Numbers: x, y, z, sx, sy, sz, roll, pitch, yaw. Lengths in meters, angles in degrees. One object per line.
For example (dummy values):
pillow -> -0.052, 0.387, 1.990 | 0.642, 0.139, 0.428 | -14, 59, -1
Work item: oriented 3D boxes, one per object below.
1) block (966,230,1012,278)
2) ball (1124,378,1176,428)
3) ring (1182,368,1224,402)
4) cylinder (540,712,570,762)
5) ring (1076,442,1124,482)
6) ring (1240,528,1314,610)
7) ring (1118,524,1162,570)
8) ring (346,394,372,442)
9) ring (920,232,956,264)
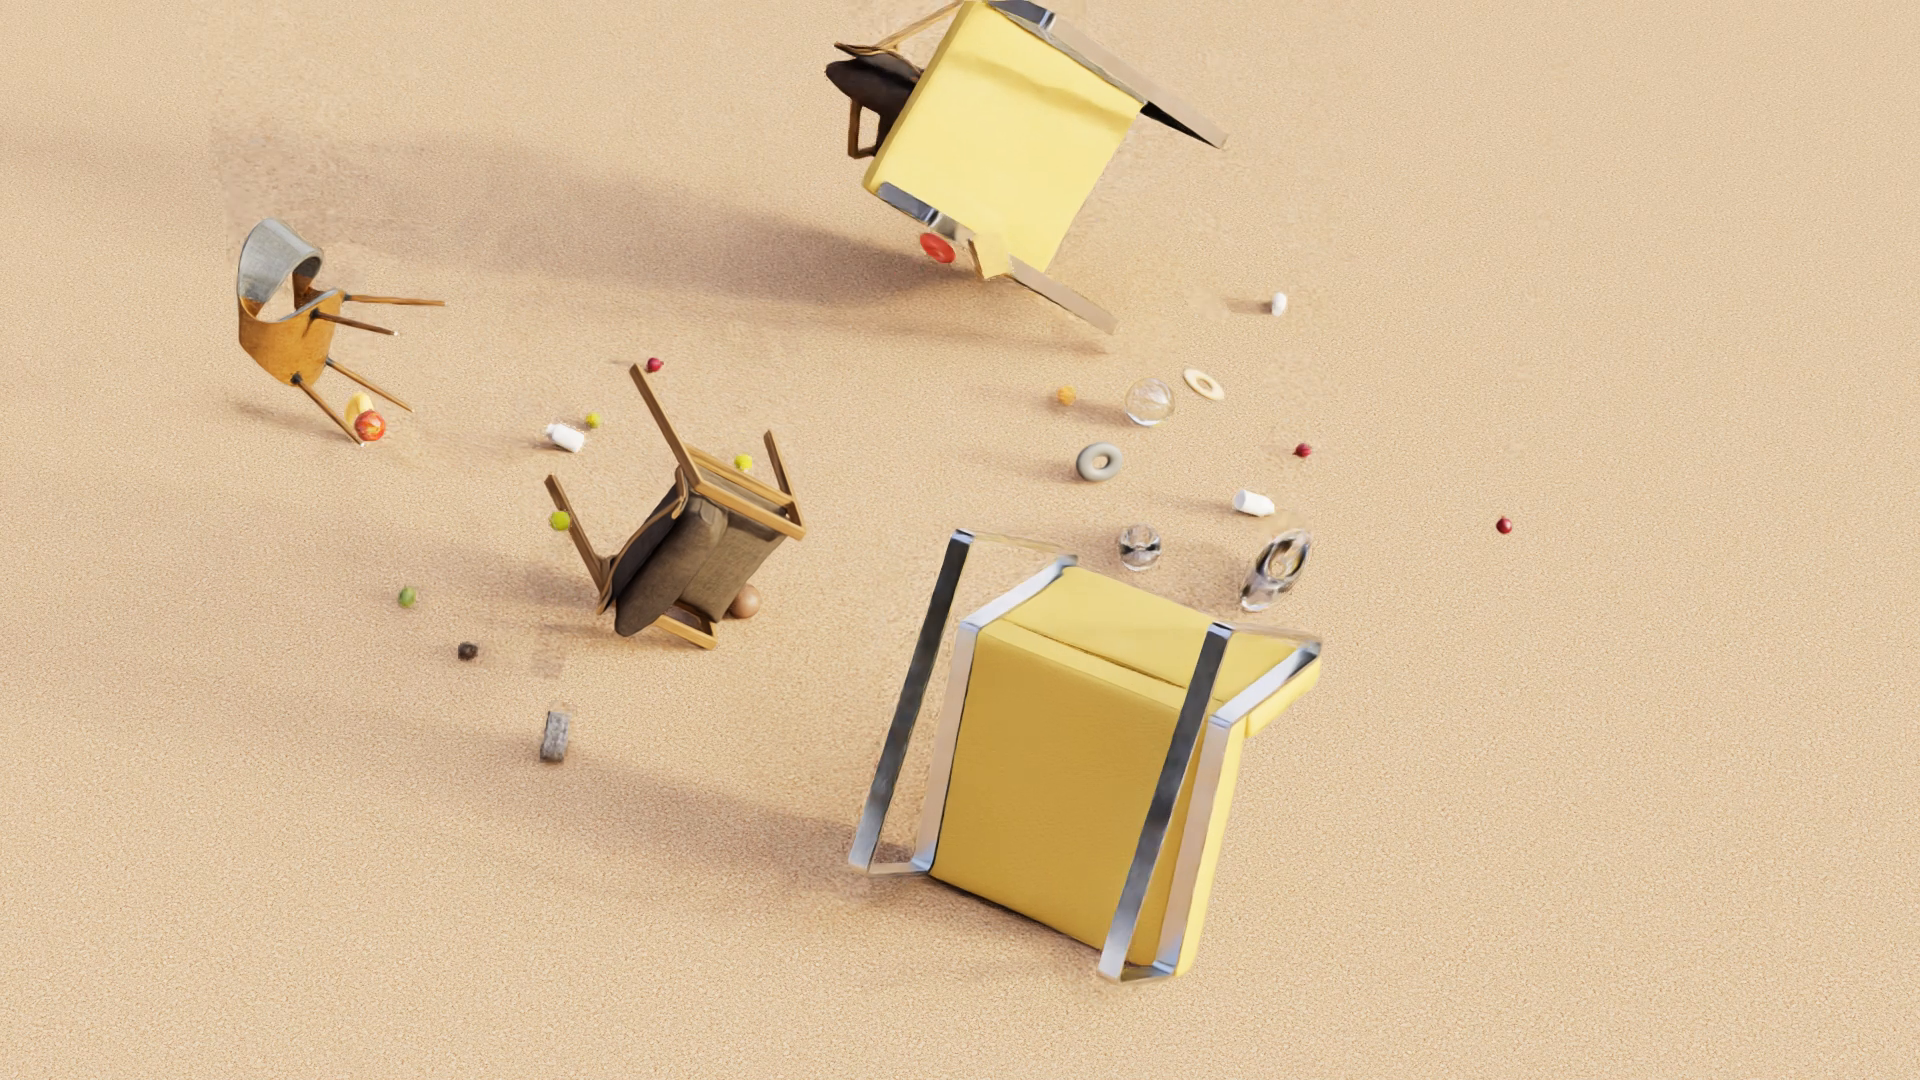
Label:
block -> 0.111, -1.099, 11.286 | 0.109, 0.149, 0.195 | -17, 12, -5
ball -> 0.751, -0.542, 11.585 | 0.201, 0.201, 0.201 | 0, 33, 0
ring -> 0.900, -0.574, 10.845 | 0.026, 0.220, 0.082 | 1, 66, 54
cylinder -> -1.351, 0.658, 9.787 | 0.069, 0.165, 0.160 | 10, 3, -10
ring -> 0.536, -0.298, 11.260 | 0.204, 0.158, 0.039 | -4, 17, -25
ring -> 1.146, 0.106, 10.598 | 0.173, 0.153, 0.420 | 40, 52, 3
ring -> 0.664, 0.025, 10.830 | 0.161, 0.083, 0.266 | -3, 31, 4
ring -> -2.361, -0.480, 11.520 | 0.060, 0.192, 0.147 | 11, -3, -42
ring -> -0.096, -1.247, 12.512 | 0.175, 0.178, 0.050 | 24, 70, 36
